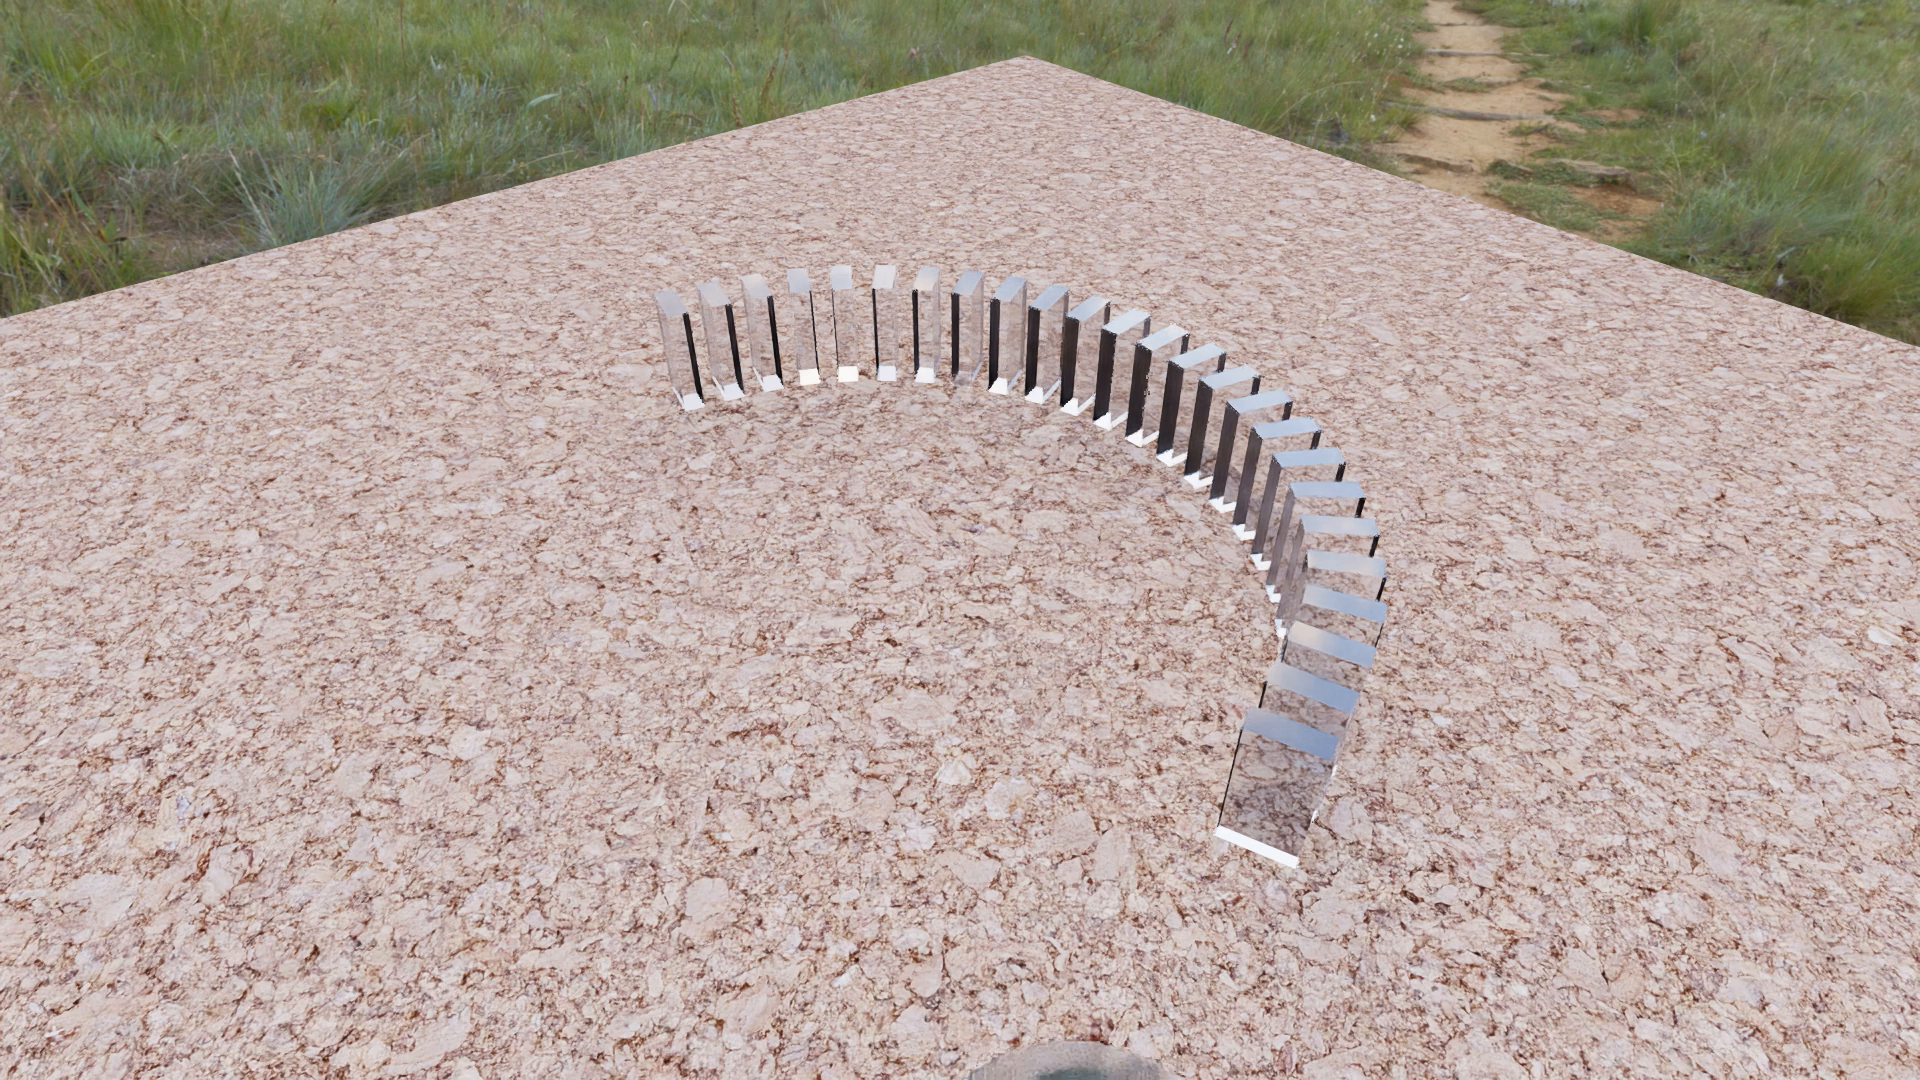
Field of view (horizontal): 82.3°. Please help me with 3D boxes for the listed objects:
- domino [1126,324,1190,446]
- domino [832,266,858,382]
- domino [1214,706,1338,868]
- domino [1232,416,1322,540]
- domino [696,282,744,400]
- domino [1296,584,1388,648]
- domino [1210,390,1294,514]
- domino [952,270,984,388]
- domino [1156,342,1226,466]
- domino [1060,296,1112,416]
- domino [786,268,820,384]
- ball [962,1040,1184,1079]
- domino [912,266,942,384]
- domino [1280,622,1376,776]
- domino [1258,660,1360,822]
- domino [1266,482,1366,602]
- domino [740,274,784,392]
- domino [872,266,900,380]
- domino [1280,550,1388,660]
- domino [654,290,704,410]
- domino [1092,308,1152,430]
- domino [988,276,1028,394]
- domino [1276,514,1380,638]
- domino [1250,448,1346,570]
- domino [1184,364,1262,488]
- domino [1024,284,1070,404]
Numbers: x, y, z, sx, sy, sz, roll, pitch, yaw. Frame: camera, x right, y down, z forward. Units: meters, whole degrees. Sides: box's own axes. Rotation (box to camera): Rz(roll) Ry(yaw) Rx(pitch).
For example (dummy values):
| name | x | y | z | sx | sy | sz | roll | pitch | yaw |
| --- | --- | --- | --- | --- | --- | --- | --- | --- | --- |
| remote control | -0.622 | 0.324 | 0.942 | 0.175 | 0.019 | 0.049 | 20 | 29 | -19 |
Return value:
| name | x | y | z | sx | sy | sz | roll | pitch | yaw |
| --- | --- | --- | --- | --- | --- | --- | --- | --- | --- |
| domino | 0.089 | -0.069 | 0.496 | 0.025 | 0.050 | 0.010 | -29 | 47 | -31 |
| domino | -0.057 | -0.106 | 0.541 | 0.009 | 0.050 | 0.025 | -3 | 39 | -4 |
| domino | 0.092 | 0.073 | 0.322 | 0.025 | 0.050 | 0.010 | 19 | 43 | 22 |
| domino | 0.126 | -0.024 | 0.441 | 0.025 | 0.050 | 0.009 | -9 | 40 | -11 |
| domino | -0.115 | -0.095 | 0.528 | 0.009 | 0.050 | 0.025 | -17 | 42 | -20 |
| domino | 0.122 | 0.039 | 0.363 | 0.025 | 0.050 | 0.009 | 15 | 42 | 17 |
| domino | 0.120 | -0.036 | 0.456 | 0.025 | 0.050 | 0.010 | -14 | 41 | -16 |
| domino | 0.004 | -0.103 | 0.537 | 0.010 | 0.050 | 0.025 | 10 | 40 | 12 |
| domino | 0.101 | -0.059 | 0.484 | 0.025 | 0.050 | 0.010 | -24 | 45 | -26 |
| domino | 0.059 | -0.086 | 0.517 | 0.009 | 0.050 | 0.025 | 24 | 45 | 27 |
| domino | -0.077 | -0.104 | 0.539 | 0.009 | 0.050 | 0.025 | -8 | 40 | -9 |
| ball | 0.023 | 0.142 | 0.215 | 0.080 | 0.080 | 0.080 | 0 | 39 | 0 |
| domino | -0.016 | -0.105 | 0.540 | 0.009 | 0.050 | 0.025 | 5 | 40 | 6 |
| domino | 0.113 | 0.051 | 0.349 | 0.025 | 0.050 | 0.009 | 19 | 43 | 22 |
| domino | 0.102 | 0.062 | 0.336 | 0.025 | 0.050 | 0.009 | 21 | 44 | 24 |
| domino | 0.132 | 0.001 | 0.410 | 0.025 | 0.050 | 0.010 | 0 | 39 | 0 |
| domino | -0.096 | -0.100 | 0.534 | 0.010 | 0.050 | 0.025 | -14 | 41 | -17 |
| domino | -0.036 | -0.107 | 0.542 | 0.009 | 0.050 | 0.025 | 1 | 39 | 1 |
| domino | 0.128 | 0.027 | 0.379 | 0.025 | 0.050 | 0.009 | 8 | 40 | 10 |
| domino | -0.133 | -0.089 | 0.521 | 0.009 | 0.050 | 0.025 | -18 | 43 | -20 |
| domino | 0.075 | -0.078 | 0.507 | 0.009 | 0.050 | 0.025 | 30 | 48 | 31 |
| domino | 0.023 | -0.099 | 0.532 | 0.009 | 0.050 | 0.025 | 14 | 41 | 17 |
| domino | 0.131 | 0.014 | 0.394 | 0.025 | 0.050 | 0.009 | 4 | 39 | 4 |
| domino | 0.130 | -0.011 | 0.425 | 0.025 | 0.050 | 0.010 | -5 | 40 | -6 |
| domino | 0.112 | -0.048 | 0.470 | 0.025 | 0.050 | 0.010 | -18 | 43 | -21 |
| domino | 0.041 | -0.093 | 0.525 | 0.009 | 0.050 | 0.025 | 19 | 43 | 22 |
